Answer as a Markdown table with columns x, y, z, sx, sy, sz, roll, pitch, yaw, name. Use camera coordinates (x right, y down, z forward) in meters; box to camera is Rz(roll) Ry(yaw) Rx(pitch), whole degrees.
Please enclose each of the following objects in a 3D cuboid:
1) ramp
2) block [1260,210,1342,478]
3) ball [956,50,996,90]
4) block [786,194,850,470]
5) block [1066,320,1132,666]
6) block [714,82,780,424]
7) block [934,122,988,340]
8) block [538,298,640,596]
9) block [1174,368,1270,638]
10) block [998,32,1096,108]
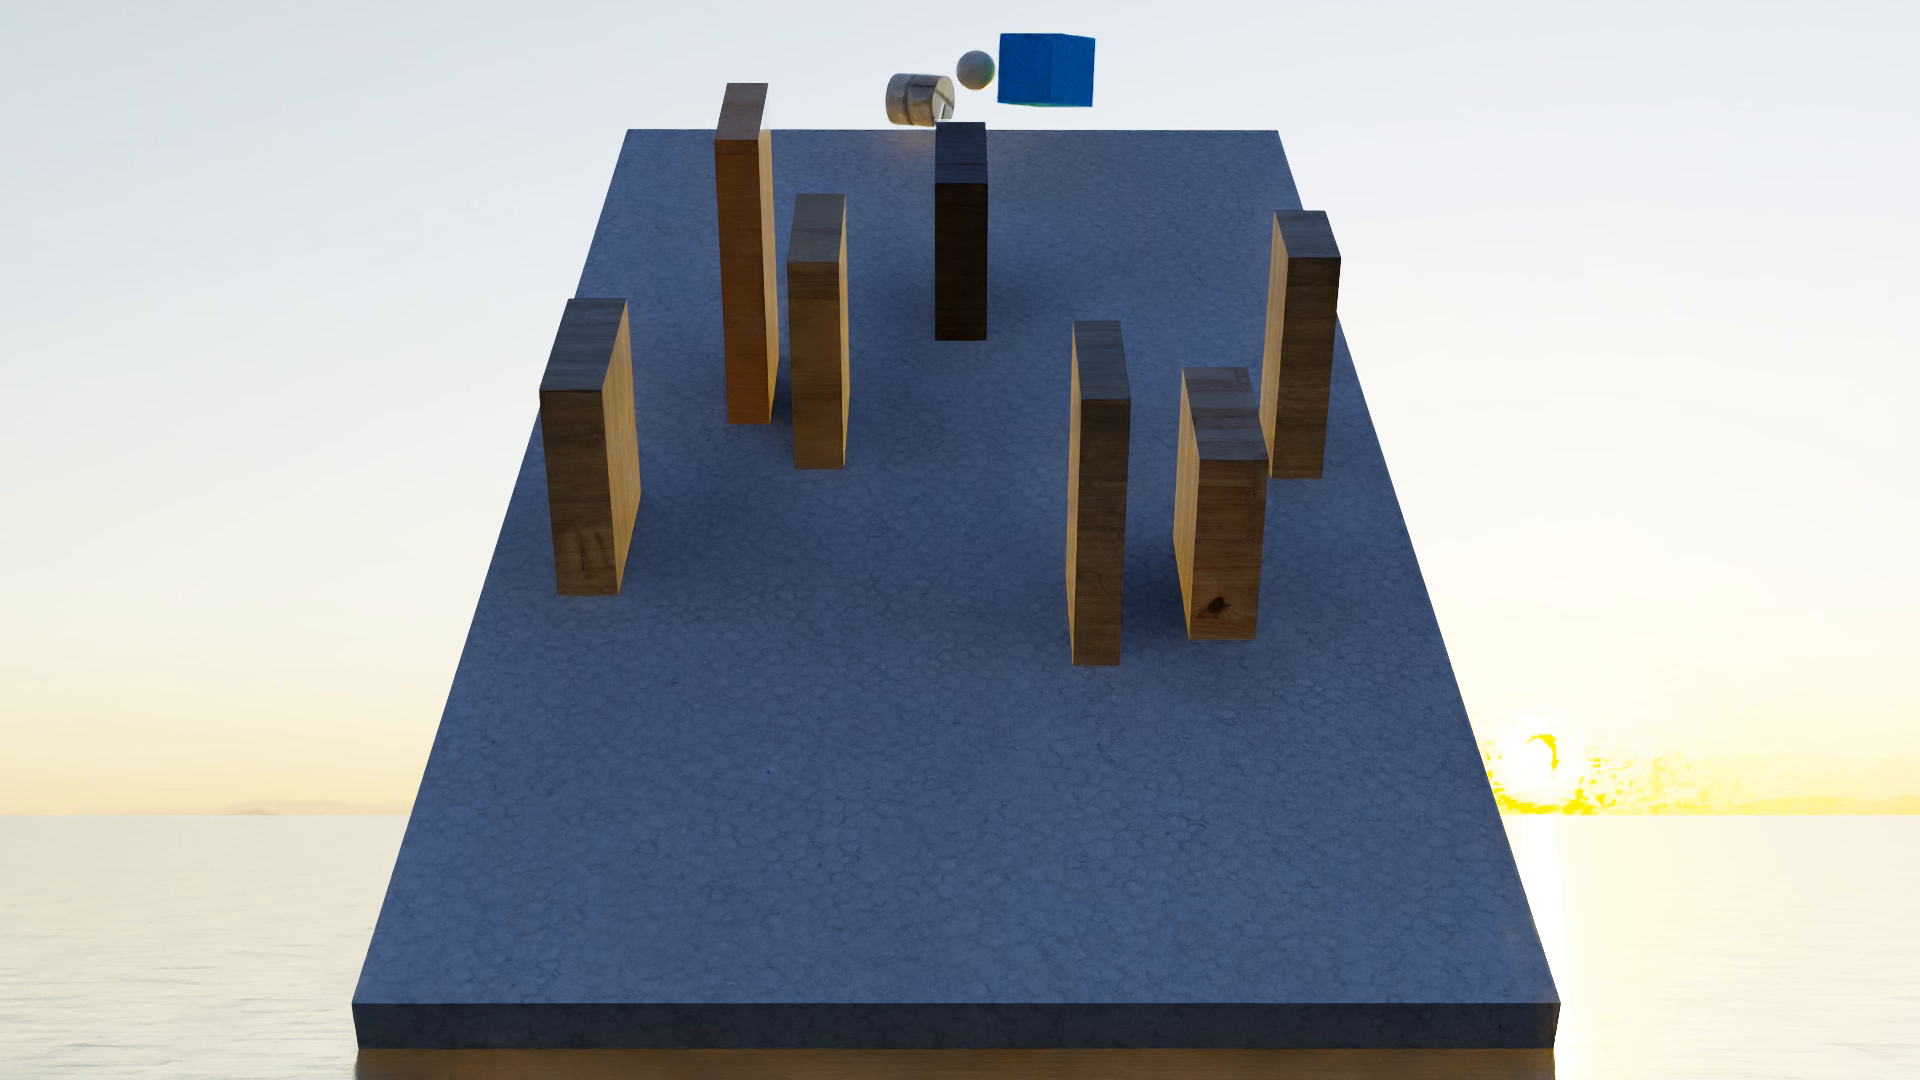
| x | y | z | sx | sy | sz | roll | pitch | yaw | name |
| --- | --- | --- | --- | --- | --- | --- | --- | --- | --- |
| -0.014 | -0.206 | 5.750 | 2.000 | 0.100 | 4.000 | 0 | 30 | 0 | ramp |
| 0.771 | -0.444 | 5.520 | 0.116 | 0.550 | 0.265 | 0 | 30 | 0 | block |
| 0.046 | -1.360 | 7.017 | 0.117 | 0.117 | 0.117 | 0 | -6 | 0 | ball |
| -0.324 | -0.486 | 5.614 | 0.114 | 0.518 | 0.390 | 0 | 30 | 0 | block |
| 0.274 | -0.094 | 4.871 | 0.094 | 0.601 | 0.346 | 0 | 30 | 0 | block |
| -0.502 | -0.679 | 5.747 | 0.098 | 0.715 | 0.371 | 0 | 30 | 0 | block |
| 0.002 | -0.799 | 6.239 | 0.131 | 0.427 | 0.424 | 0 | 30 | 0 | block |
| -0.783 | -0.203 | 5.164 | 0.127 | 0.484 | 0.439 | 0 | 30 | 0 | block |
| 0.537 | -0.081 | 5.030 | 0.136 | 0.418 | 0.407 | 0 | 30 | 0 | block |
| 0.247 | -1.342 | 6.925 | 0.195 | 0.195 | 0.195 | 9 | 10 | 40 | block |
